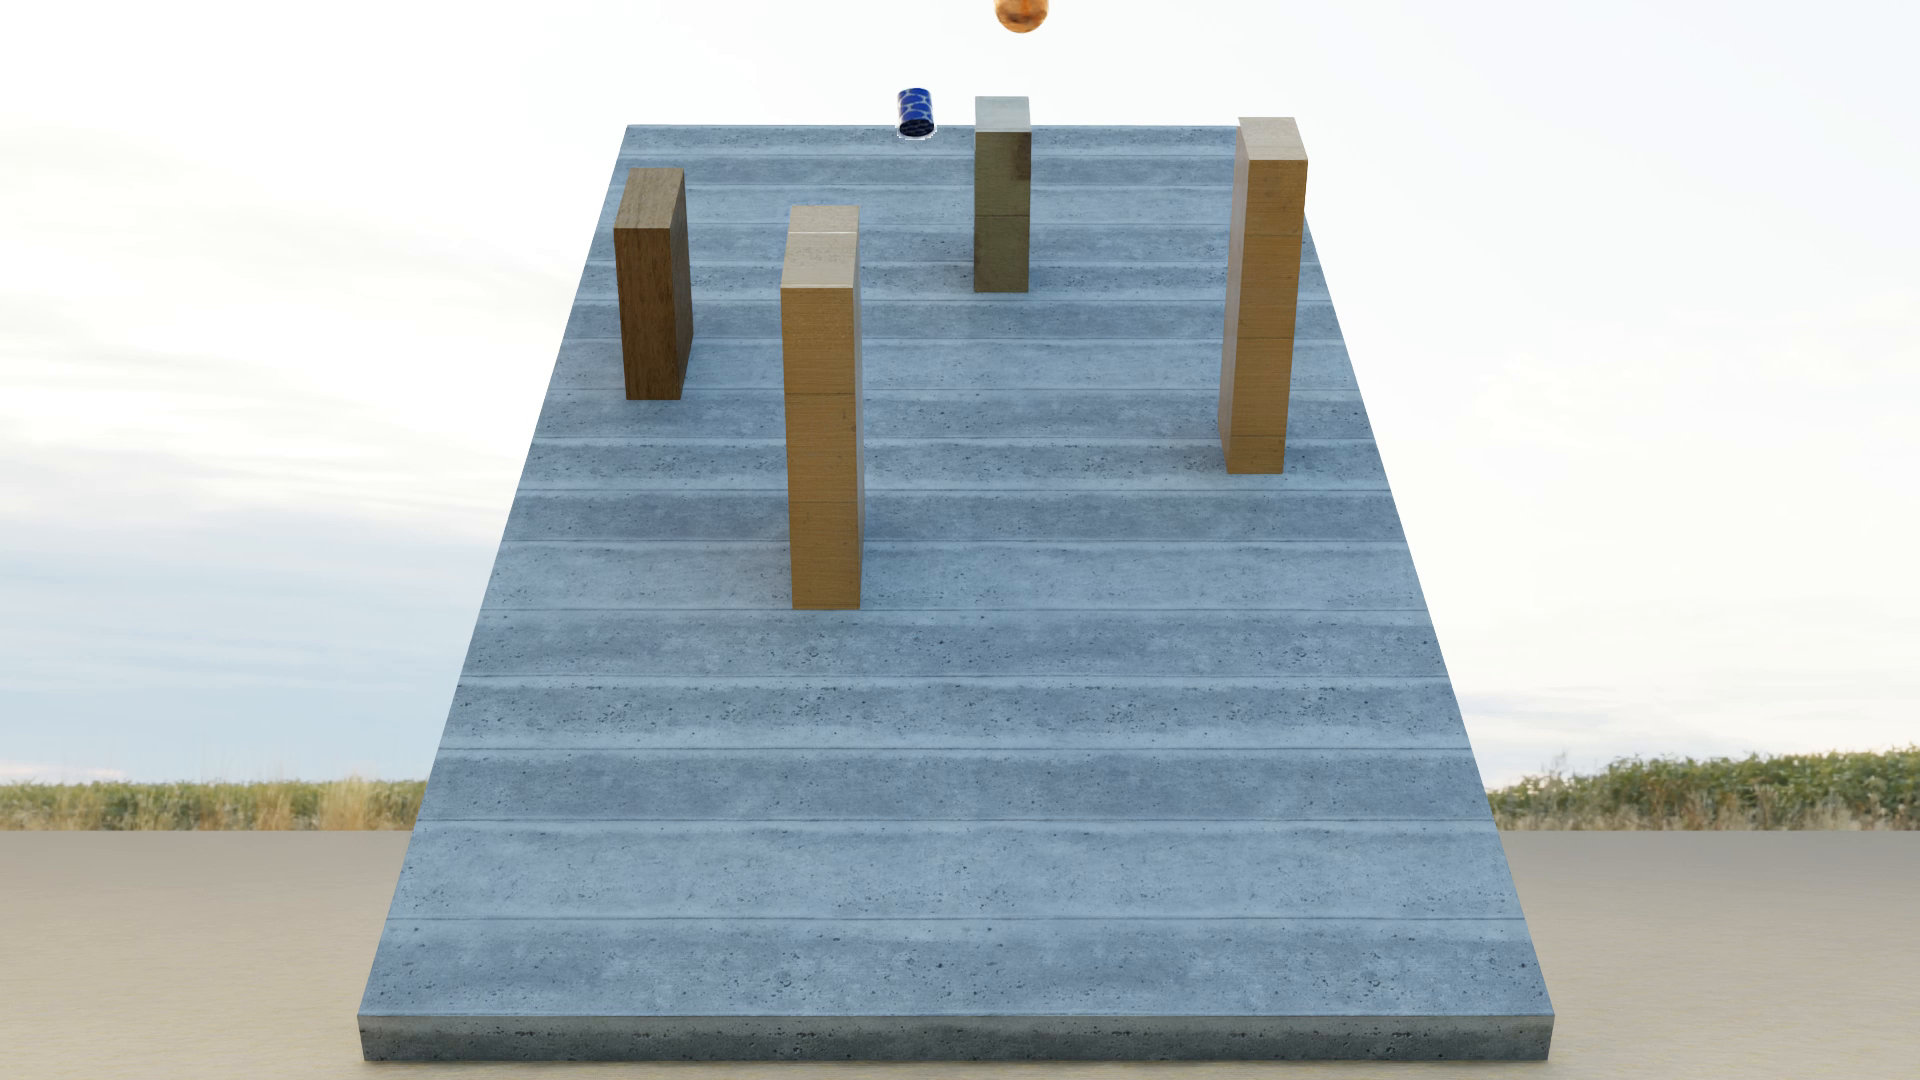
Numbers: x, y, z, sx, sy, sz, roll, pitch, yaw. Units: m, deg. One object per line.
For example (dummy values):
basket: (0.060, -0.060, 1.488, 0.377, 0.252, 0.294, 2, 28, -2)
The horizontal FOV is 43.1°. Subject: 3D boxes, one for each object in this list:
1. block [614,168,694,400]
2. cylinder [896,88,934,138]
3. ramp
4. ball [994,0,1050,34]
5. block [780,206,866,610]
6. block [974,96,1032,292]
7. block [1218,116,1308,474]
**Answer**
block: (-0.748, -0.630, 5.971, 0.132, 0.454, 0.366, 0, 31, 0)
cylinder: (-0.133, -1.268, 7.220, 0.107, 0.107, 0.107, -4, -20, -2)
ramp: (-0.014, -0.199, 5.798, 2.000, 0.100, 4.000, 0, 31, 0)
ball: (0.190, -1.650, 7.501, 0.175, 0.175, 0.175, 0, -7, 0)
block: (-0.282, -0.276, 5.108, 0.141, 0.746, 0.402, 0, 31, 0)
block: (0.110, -0.916, 6.451, 0.144, 0.453, 0.254, 0, 31, 0)
block: (0.684, -0.550, 5.536, 0.127, 0.777, 0.251, 0, 31, 0)
